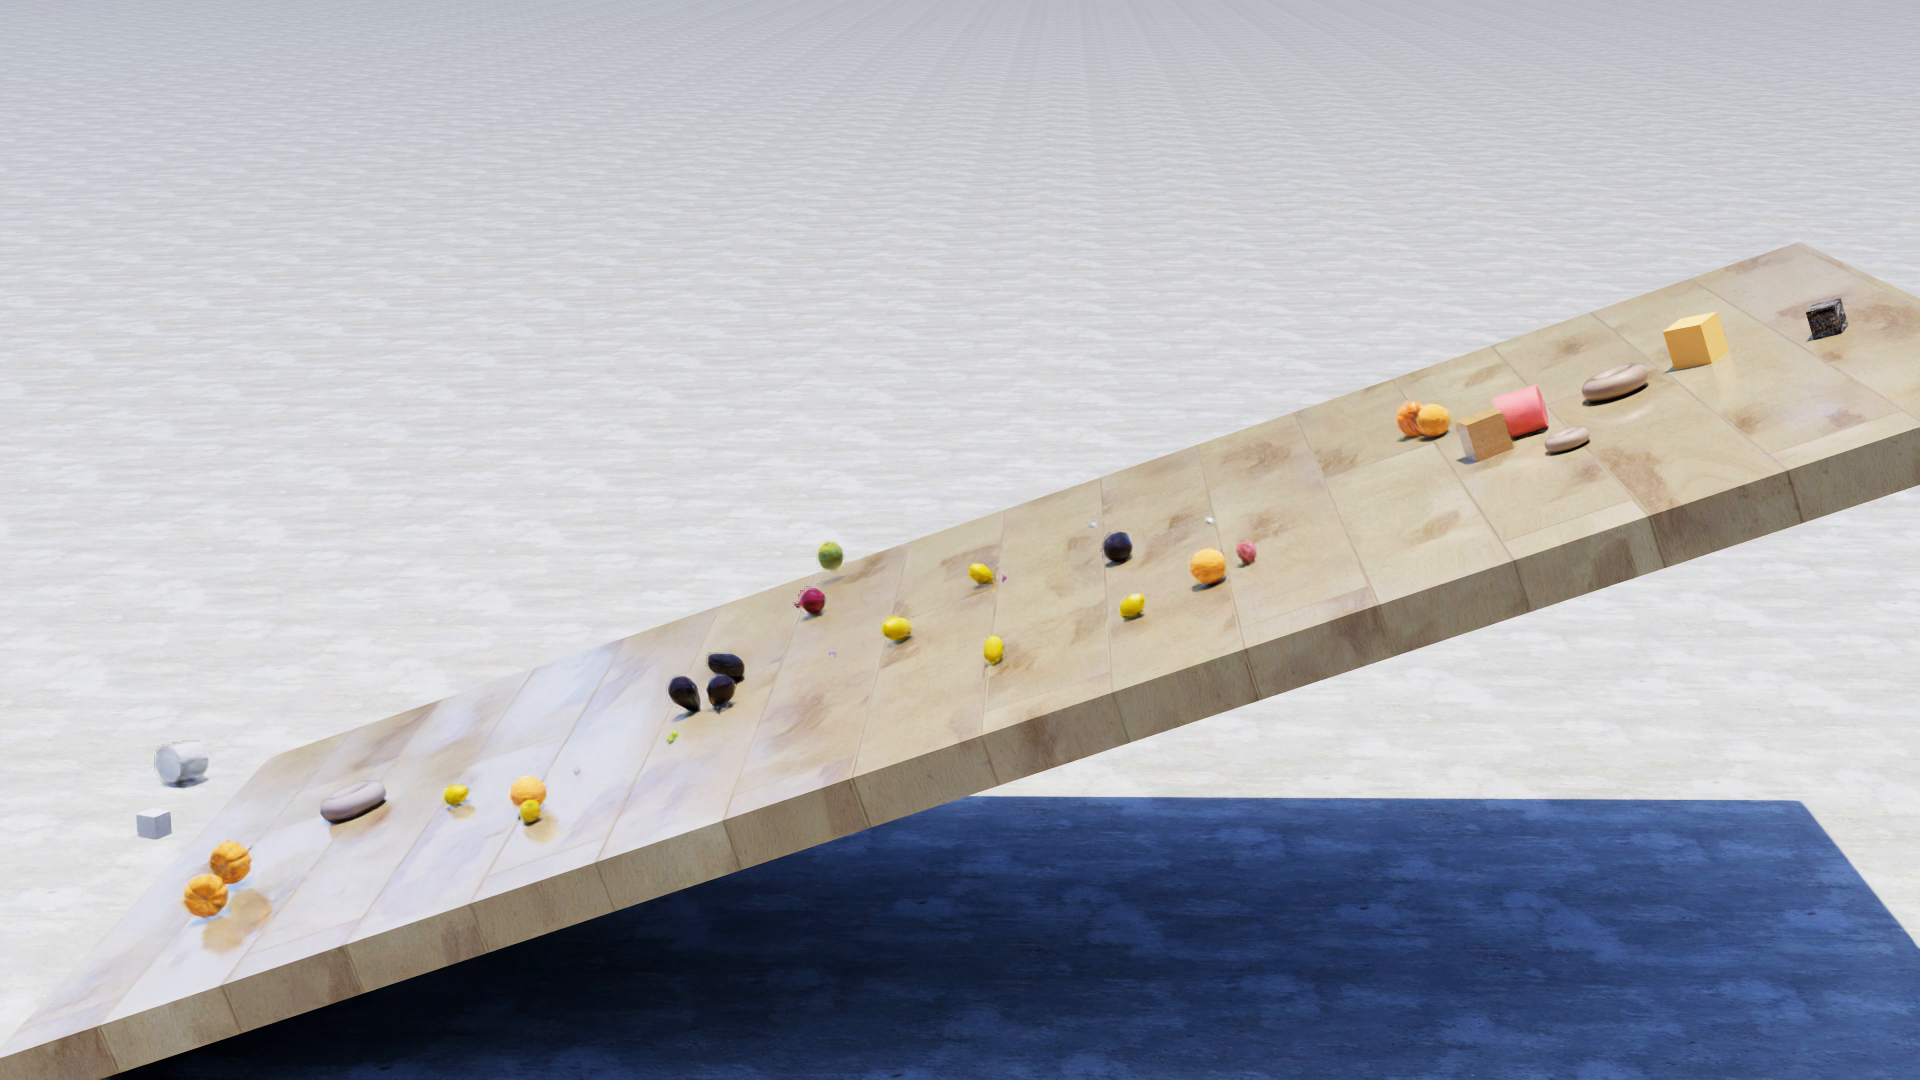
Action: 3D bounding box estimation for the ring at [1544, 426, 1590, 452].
[{"bbox_3d":[1.213,-0.200,5.876,0.093,0.031,0.093,-21,7,3],"label":"ring"}]

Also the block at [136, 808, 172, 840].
[{"bbox_3d":[-1.961,0.690,7.156,0.057,0.057,0.057,6,14,25],"label":"block"}]

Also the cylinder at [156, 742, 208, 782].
[{"bbox_3d":[-2.003,0.571,7.577,0.092,0.092,0.092,8,9,32],"label":"cylinder"}]

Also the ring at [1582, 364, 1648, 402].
[{"bbox_3d":[1.376,-0.331,6.179,0.143,0.048,0.143,-21,8,3],"label":"ring"}]

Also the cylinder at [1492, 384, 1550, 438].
[{"bbox_3d":[1.166,-0.266,6.115,0.092,0.092,0.092,-16,7,18],"label":"cylinder"}]

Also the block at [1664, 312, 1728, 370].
[{"bbox_3d":[1.552,-0.419,6.201,0.087,0.087,0.087,-10,15,42],"label":"block"}]

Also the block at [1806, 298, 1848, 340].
[{"bbox_3d":[1.781,-0.454,6.040,0.060,0.060,0.060,-13,13,33],"label":"block"}]

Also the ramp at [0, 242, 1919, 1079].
[{"bbox_3d":[0.110,0.179,6.302,4.000,0.100,2.000,-19,11,6],"label":"ramp"}]

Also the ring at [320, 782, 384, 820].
[{"bbox_3d":[-1.344,0.578,6.510,0.150,0.050,0.150,-19,10,3],"label":"ring"}]

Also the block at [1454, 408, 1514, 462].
[{"bbox_3d":[1.080,-0.217,6.059,0.080,0.080,0.080,-21,11,-4],"label":"block"}]
